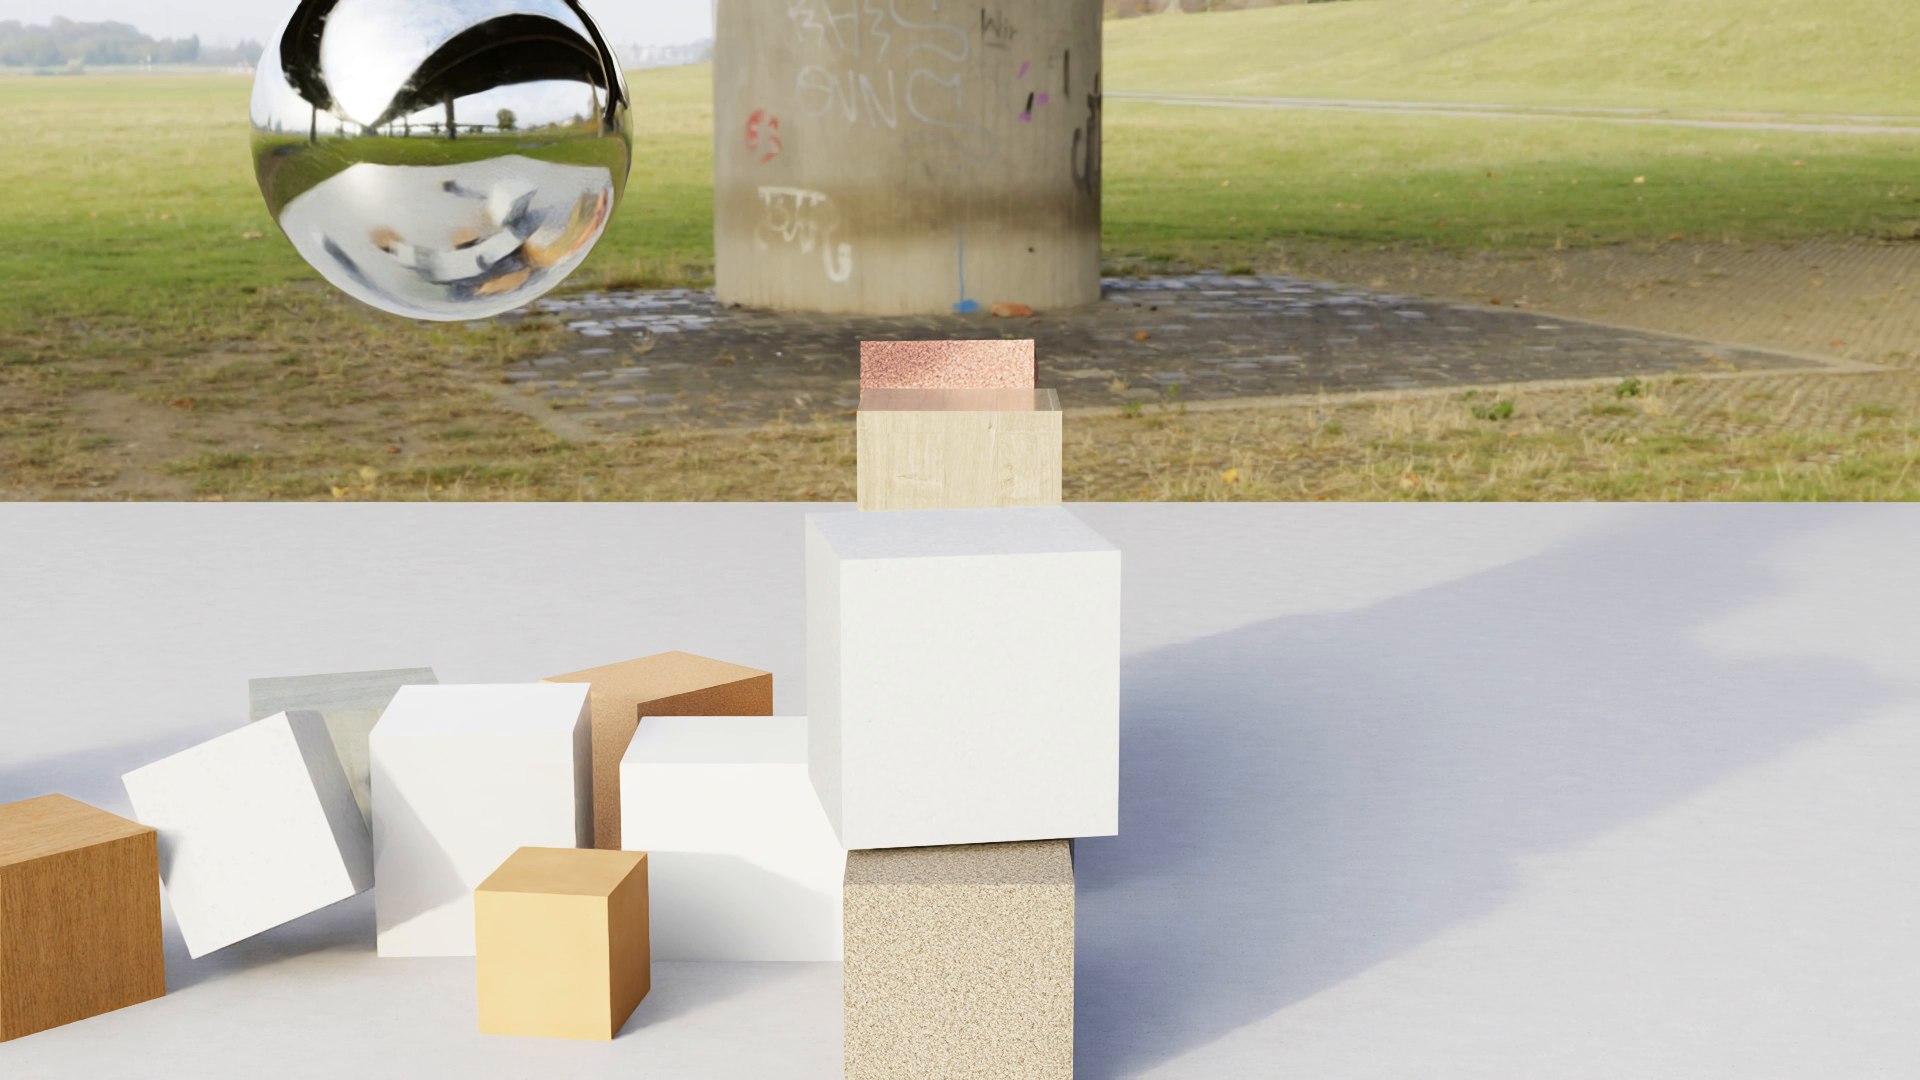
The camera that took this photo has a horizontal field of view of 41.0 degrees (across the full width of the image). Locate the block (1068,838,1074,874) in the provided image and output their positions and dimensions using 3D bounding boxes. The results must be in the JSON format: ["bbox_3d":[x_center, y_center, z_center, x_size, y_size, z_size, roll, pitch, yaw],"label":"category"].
[{"bbox_3d":[0.015,1.341,9.870,0.816,0.830,0.682,0,10,0],"label":"block"}]

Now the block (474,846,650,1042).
[{"bbox_3d":[-1.493,1.514,9.688,0.506,0.554,0.554,2,10,8],"label":"block"}]

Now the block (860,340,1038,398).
[{"bbox_3d":[-0.038,-0.433,13.036,0.853,1.027,0.914,0,-5,3],"label":"block"}]

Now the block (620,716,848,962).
[{"bbox_3d":[-0.895,1.218,10.583,0.899,0.817,0.757,0,10,0],"label":"block"}]

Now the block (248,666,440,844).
[{"bbox_3d":[-2.762,1.056,11.627,0.829,0.763,0.756,-3,11,-17],"label":"block"}]

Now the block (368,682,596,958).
[{"bbox_3d":[-1.966,1.147,10.685,0.802,0.920,0.847,-1,10,-3],"label":"block"}]

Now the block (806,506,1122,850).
[{"bbox_3d":[-0.012,0.475,9.432,0.989,1.031,0.968,-2,10,-10],"label":"block"}]

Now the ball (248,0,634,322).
[{"bbox_3d":[-2.187,-1.727,10.866,1.600,1.600,1.600,0,10,0],"label":"ball"}]

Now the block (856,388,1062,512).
[{"bbox_3d":[-0.001,-0.226,12.010,0.921,0.872,0.841,0,10,0],"label":"block"}]

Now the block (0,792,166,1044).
[{"bbox_3d":[-3.597,1.435,9.817,0.756,0.664,0.755,9,14,42],"label":"block"}]

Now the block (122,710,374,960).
[{"bbox_3d":[-2.792,1.153,10.212,0.664,0.757,0.682,-22,-2,-4],"label":"block"}]

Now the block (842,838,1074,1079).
[{"bbox_3d":[-0.005,1.490,9.148,0.786,0.794,0.770,0,10,0],"label":"block"}]

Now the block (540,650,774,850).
[{"bbox_3d":[-1.413,0.996,12.033,0.693,0.736,0.824,9,14,42],"label":"block"}]
